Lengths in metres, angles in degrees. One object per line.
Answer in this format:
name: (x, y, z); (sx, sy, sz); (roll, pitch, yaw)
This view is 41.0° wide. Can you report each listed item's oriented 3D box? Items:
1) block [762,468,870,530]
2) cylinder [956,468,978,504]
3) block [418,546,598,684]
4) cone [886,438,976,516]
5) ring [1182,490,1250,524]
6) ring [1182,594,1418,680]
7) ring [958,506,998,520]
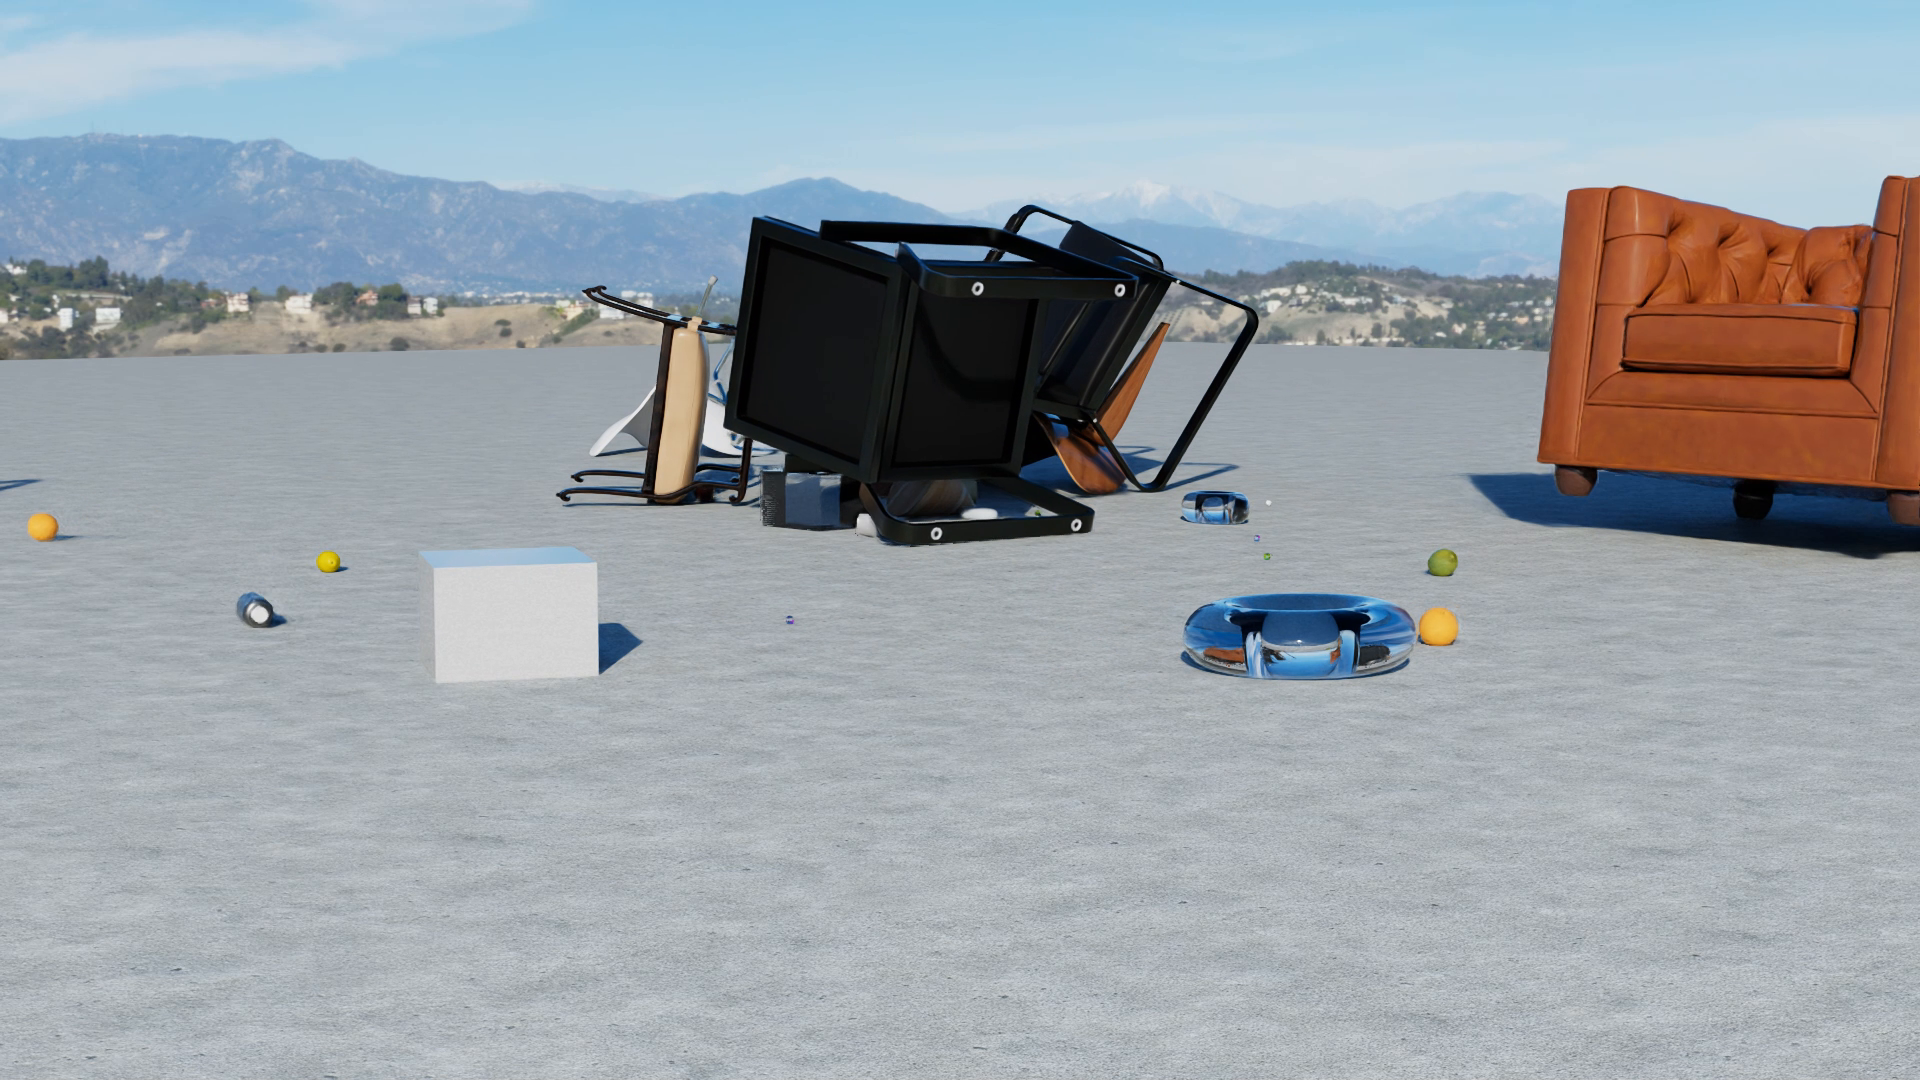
block: (-0.379, -0.109, 6.753); (0.229, 0.143, 0.174); (6, 7, 45)
cylinder: (-0.026, -0.147, 7.291); (0.083, 0.116, 0.136); (-26, -15, 33)
block: (-0.762, 0.122, 4.313); (0.265, 0.188, 0.262); (-2, 6, -17)
cone: (-0.035, -0.123, 7.084); (0.229, 0.254, 0.208); (29, 22, -28)
ring: (0.684, -0.087, 6.870); (0.157, 0.082, 0.213); (-3, 5, -37)
ring: (0.572, 0.160, 4.320); (0.397, 0.113, 0.370); (-2, 6, -12)
ring: (0.049, -0.072, 6.954); (0.125, 0.032, 0.073); (6, 7, 39)
